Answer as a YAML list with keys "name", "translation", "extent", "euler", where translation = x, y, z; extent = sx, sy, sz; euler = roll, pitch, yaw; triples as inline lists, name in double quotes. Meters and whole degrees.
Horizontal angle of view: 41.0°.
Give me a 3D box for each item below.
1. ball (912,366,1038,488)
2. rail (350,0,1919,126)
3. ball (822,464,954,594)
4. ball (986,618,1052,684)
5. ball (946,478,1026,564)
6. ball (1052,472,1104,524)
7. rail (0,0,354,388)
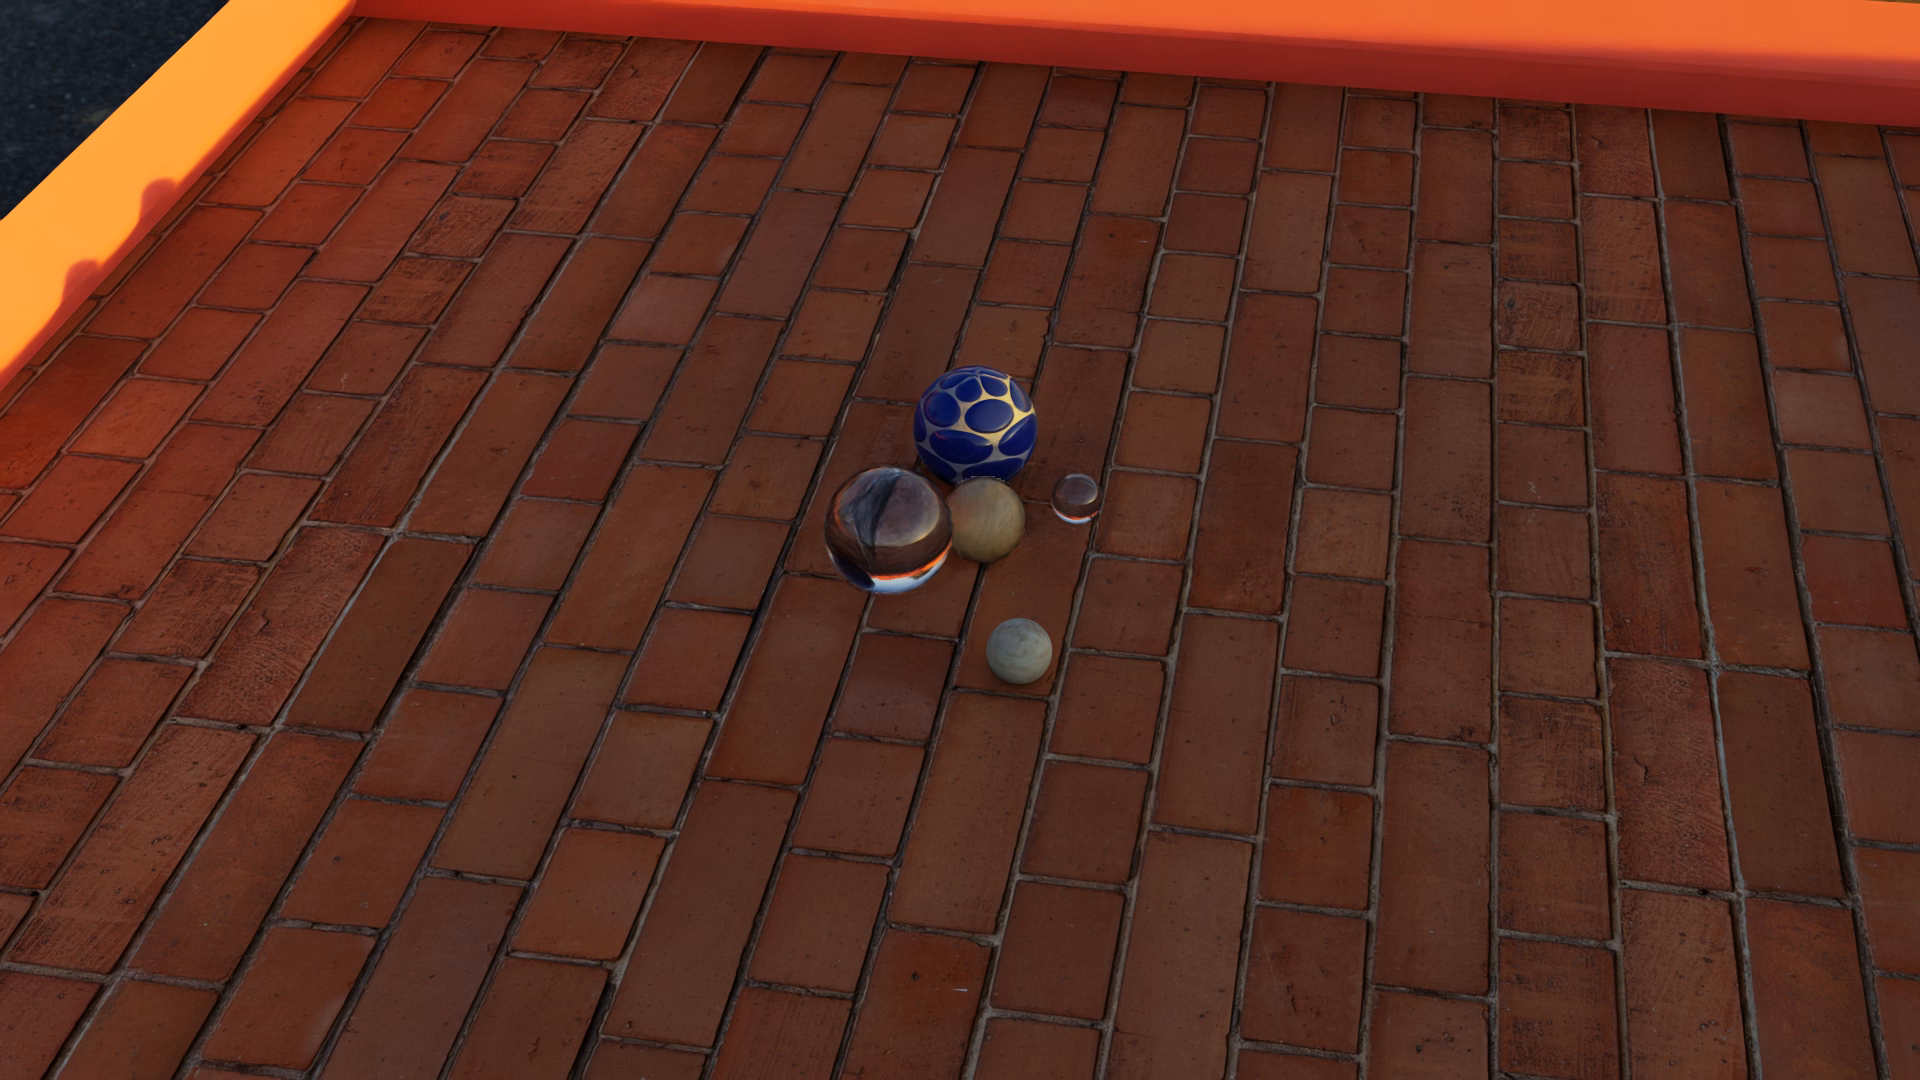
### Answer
- name: "ball"
  translation: [0.012, -0.089, 2.034]
  extent: [0.099, 0.099, 0.099]
  euler: [0, 34, 0]
- name: "rail"
  translation: [0.997, -0.458, 2.544]
  extent: [3.406, 0.129, 0.045]
  euler: [6, 35, 8]
- name: "ball"
  translation: [-0.054, -0.008, 1.918]
  extent: [0.097, 0.097, 0.097]
  euler: [0, 34, 0]
- name: "ball"
  translation: [0.042, 0.080, 1.834]
  extent: [0.048, 0.048, 0.048]
  euler: [0, 34, 0]
- name: "ball"
  translation: [0.018, -0.015, 1.956]
  extent: [0.065, 0.065, 0.065]
  euler: [0, 34, 0]
- name: "ball"
  translation: [0.091, -0.032, 2.004]
  extent: [0.041, 0.041, 0.041]
  euler: [0, 34, 0]
- name: "rail"
  translation: [-0.816, -0.105, 2.029]
  extent: [0.045, 0.129, 1.897]
  euler: [6, 35, 8]
